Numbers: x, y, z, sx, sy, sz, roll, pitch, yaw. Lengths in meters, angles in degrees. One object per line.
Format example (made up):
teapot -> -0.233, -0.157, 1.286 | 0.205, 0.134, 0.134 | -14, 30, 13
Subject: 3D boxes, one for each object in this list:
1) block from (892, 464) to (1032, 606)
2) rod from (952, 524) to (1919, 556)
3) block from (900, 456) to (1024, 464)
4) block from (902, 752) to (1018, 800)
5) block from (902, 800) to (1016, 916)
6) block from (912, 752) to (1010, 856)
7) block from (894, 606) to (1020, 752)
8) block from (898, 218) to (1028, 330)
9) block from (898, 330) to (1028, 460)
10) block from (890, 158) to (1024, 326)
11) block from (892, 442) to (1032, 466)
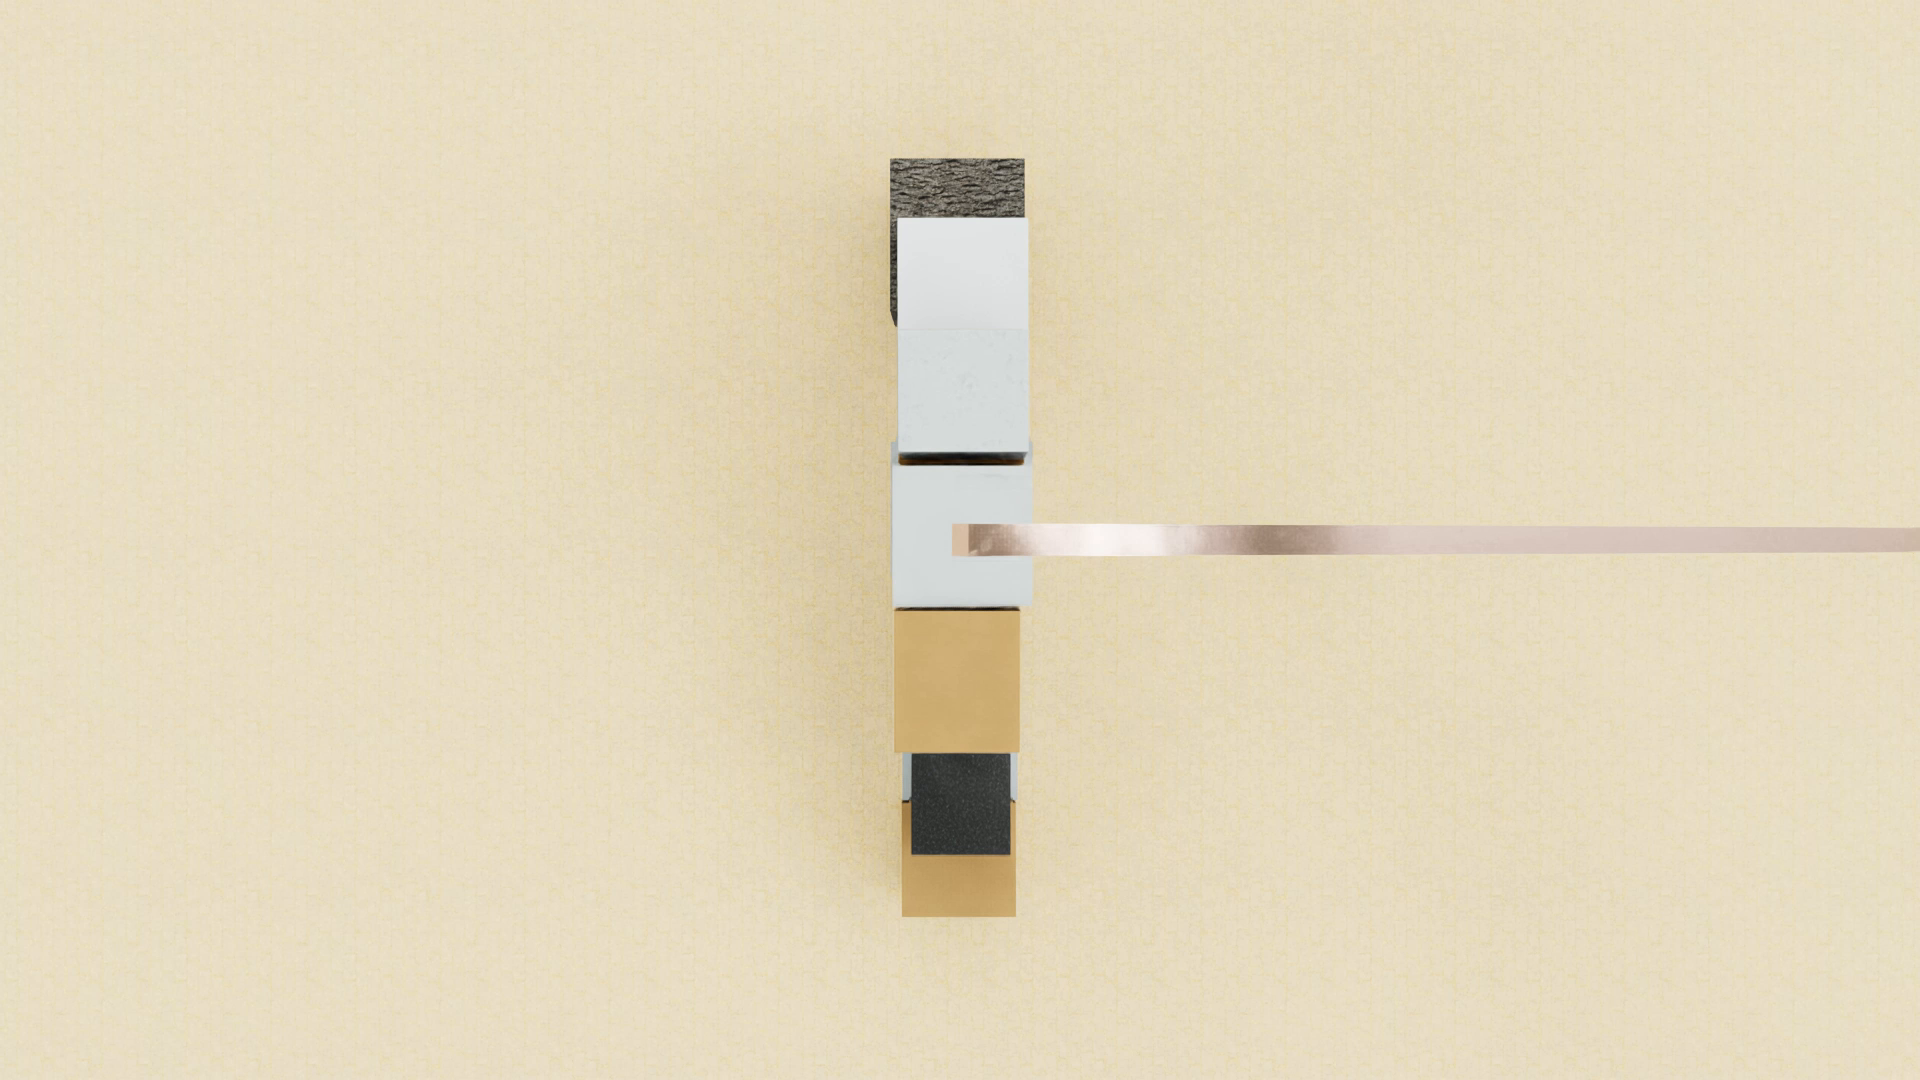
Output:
block -> 0.013, -0.033, 10.678 | 0.658, 0.698, 0.661 | 0, 92, 0
rod -> 2.234, 0.000, 6.710 | 5.200, 0.080, 0.080 | 0, 90, -31
block -> 0.006, -0.711, 11.320 | 0.622, 0.605, 0.657 | 0, 89, 0
block -> 0.000, 1.119, 12.660 | 0.644, 0.680, 0.677 | 0, 90, 0
block -> -0.007, 1.784, 12.627 | 0.637, 0.746, 0.633 | 0, 90, 0
block -> 0.005, 1.399, 11.967 | 0.528, 0.576, 0.562 | 0, 88, 0
block -> -0.014, 0.660, 10.647 | 0.589, 0.677, 0.665 | 0, 91, 0
block -> 0.016, -1.368, 11.815 | 0.686, 0.575, 0.640 | 0, 90, 0
block -> 0.016, -0.695, 10.660 | 0.611, 0.714, 0.573 | 0, 89, 0
block -> -0.014, -1.681, 12.551 | 0.742, 0.898, 0.839 | 0, 90, 0
block -> 0.011, -0.176, 12.608 | 0.789, 0.783, 0.740 | 0, 90, 0
